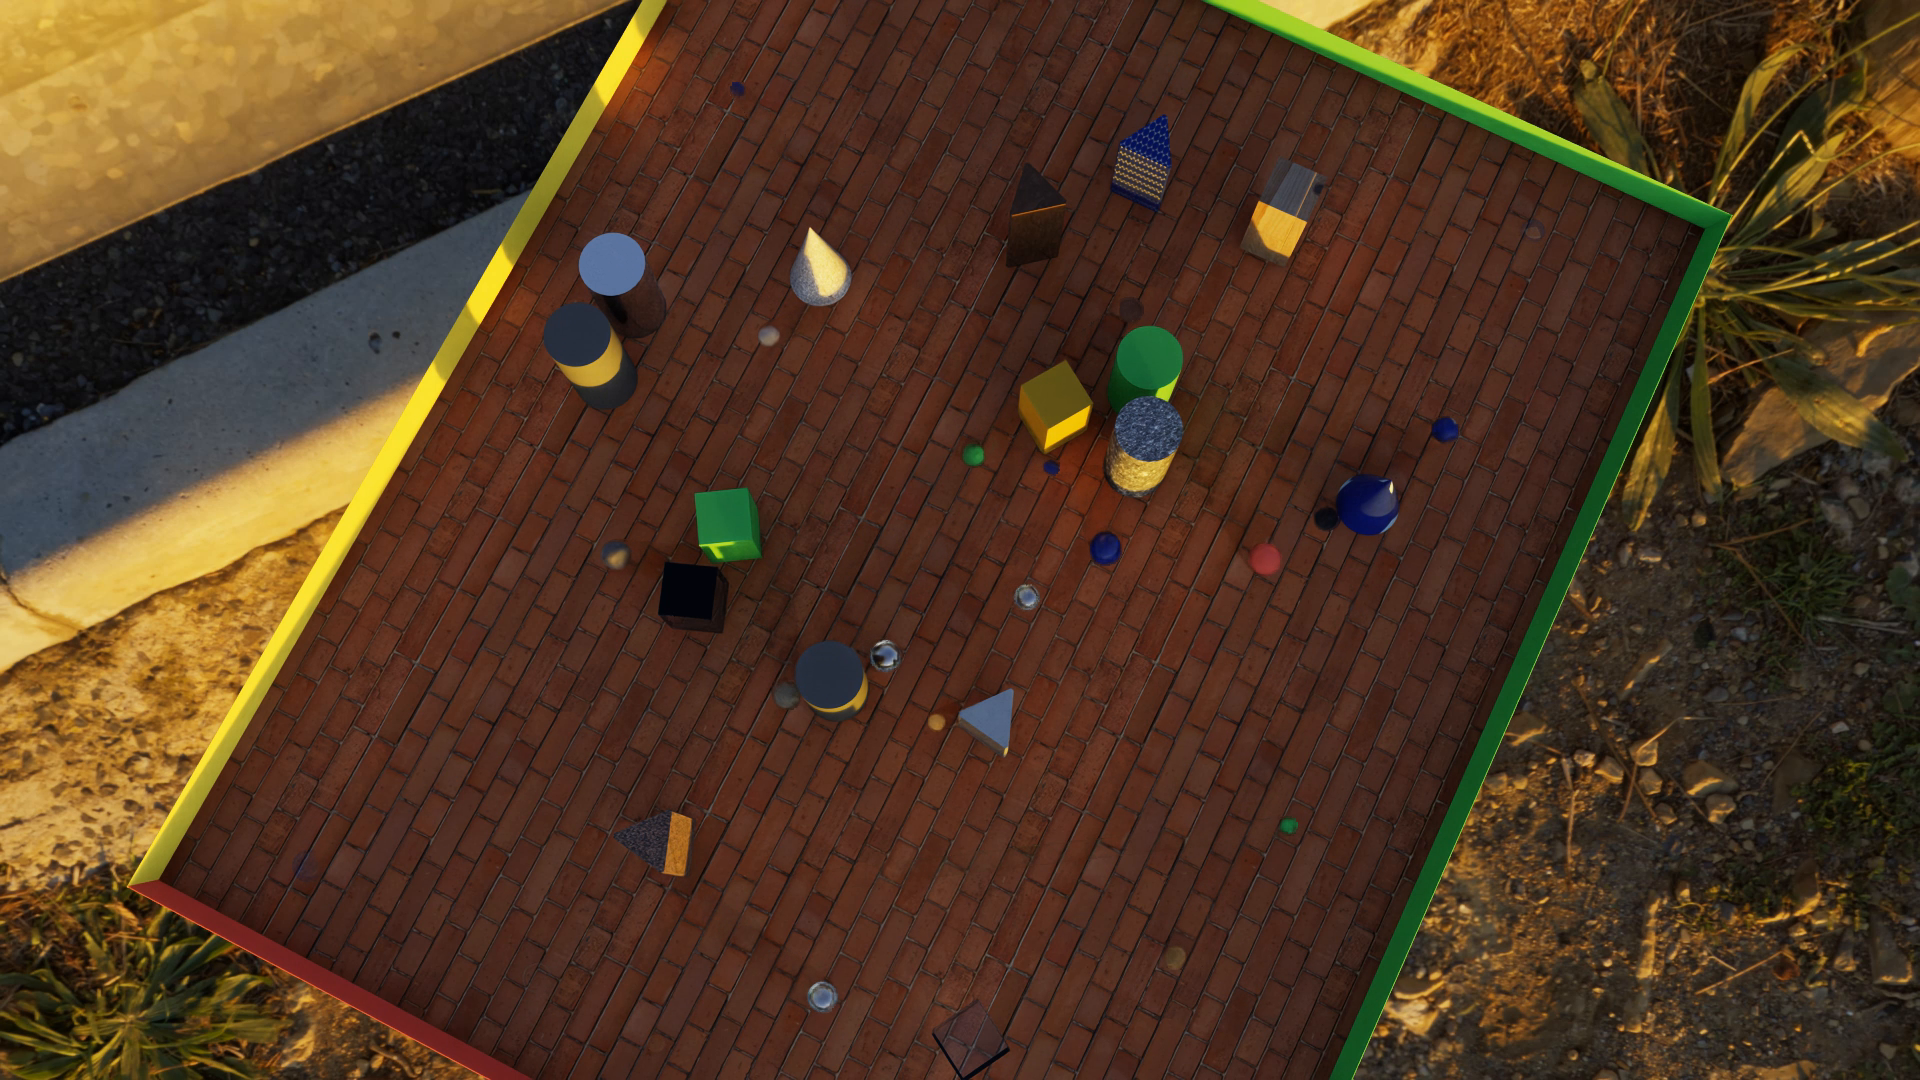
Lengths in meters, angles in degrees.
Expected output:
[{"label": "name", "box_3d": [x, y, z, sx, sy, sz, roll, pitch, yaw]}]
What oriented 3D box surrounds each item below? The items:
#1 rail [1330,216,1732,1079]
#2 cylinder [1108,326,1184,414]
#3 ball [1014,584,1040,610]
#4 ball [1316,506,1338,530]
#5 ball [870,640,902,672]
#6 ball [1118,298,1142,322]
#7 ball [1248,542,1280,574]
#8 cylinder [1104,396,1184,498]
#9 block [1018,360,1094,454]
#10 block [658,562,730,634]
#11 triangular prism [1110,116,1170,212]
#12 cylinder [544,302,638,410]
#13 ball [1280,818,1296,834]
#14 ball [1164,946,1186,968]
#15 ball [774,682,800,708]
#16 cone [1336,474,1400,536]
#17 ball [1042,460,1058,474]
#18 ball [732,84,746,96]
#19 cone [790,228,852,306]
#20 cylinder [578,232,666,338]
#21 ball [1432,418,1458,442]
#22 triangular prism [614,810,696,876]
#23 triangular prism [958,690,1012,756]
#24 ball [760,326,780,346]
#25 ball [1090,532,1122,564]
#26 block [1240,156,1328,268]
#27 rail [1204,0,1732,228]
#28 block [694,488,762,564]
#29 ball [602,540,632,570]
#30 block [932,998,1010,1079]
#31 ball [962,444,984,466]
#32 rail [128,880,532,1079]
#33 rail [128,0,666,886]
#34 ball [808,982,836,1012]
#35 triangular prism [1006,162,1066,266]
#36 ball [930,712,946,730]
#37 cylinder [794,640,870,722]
[{"label": "rail", "box_3d": [1.490, 0.736, 5.399, 0.045, 0.127, 3.984, 26, 80, 5]}, {"label": "cylinder", "box_3d": [0.556, -0.497, 5.536, 0.195, 0.359, 0.195, 0, 78, 0]}, {"label": "ball", "box_3d": [0.203, 0.174, 5.542, 0.076, 0.076, 0.076, 0, 78, 0]}, {"label": "ball", "box_3d": [1.119, -0.068, 5.596, 0.069, 0.069, 0.069, 0, 78, 0]}, {"label": "ball", "box_3d": [-0.223, 0.348, 5.497, 0.092, 0.092, 0.092, 0, 78, 0]}, {"label": "ball", "box_3d": [0.531, -0.719, 5.730, 0.070, 0.070, 0.070, 0, 78, 0]}, {"label": "ball", "box_3d": [0.924, 0.055, 5.556, 0.096, 0.096, 0.096, 0, 78, 0]}, {"label": "cylinder", "box_3d": [0.539, -0.271, 5.444, 0.195, 0.449, 0.195, 0, 78, 0]}, {"label": "block", "box_3d": [0.286, -0.397, 5.541, 0.156, 0.308, 0.156, -30, 80, -6]}, {"label": "block", "box_3d": [-0.789, 0.174, 5.446, 0.156, 0.264, 0.156, 6, 78, 1]}, {"label": "triangular prism", "box_3d": [0.587, -1.181, 5.681, 0.169, 0.352, 0.146, 26, 80, 5]}, {"label": "cylinder", "box_3d": [-1.103, -0.547, 5.500, 0.195, 0.449, 0.195, 0, 78, 0]}, {"label": "ball", "box_3d": [0.968, 0.845, 5.418, 0.046, 0.046, 0.046, 0, 78, 0]}, {"label": "ball", "box_3d": [0.627, 1.213, 5.333, 0.063, 0.063, 0.063, 0, 78, 0]}, {"label": "ball", "box_3d": [-0.517, 0.462, 5.481, 0.079, 0.079, 0.079, 0, 78, 0]}, {"label": "cone", "box_3d": [1.255, -0.142, 5.483, 0.195, 0.319, 0.195, 0, 78, 0]}, {"label": "ball", "box_3d": [0.277, -0.225, 5.641, 0.043, 0.043, 0.043, 0, 78, 0]}, {"label": "ball", "box_3d": [-0.712, -1.447, 5.894, 0.043, 0.043, 0.043, 0, 78, 0]}, {"label": "cone", "box_3d": [-0.440, -0.874, 5.580, 0.195, 0.425, 0.195, 0, 78, 0]}, {"label": "cylinder", "box_3d": [-1.020, -0.768, 5.569, 0.195, 0.405, 0.195, 0, 78, 0]}, {"label": "ball", "box_3d": [1.493, -0.337, 5.647, 0.076, 0.076, 0.076, 0, 78, 0]}, {"label": "triangular prism", "box_3d": [-0.829, 0.840, 5.202, 0.169, 0.471, 0.146, 35, 80, 7]}, {"label": "triangular prism", "box_3d": [0.107, 0.513, 5.357, 0.169, 0.300, 0.146, 35, 80, 7]}, {"label": "ball", "box_3d": [-0.594, -0.638, 5.716, 0.064, 0.064, 0.064, 0, 78, 0]}, {"label": "ball", "box_3d": [0.441, 0.023, 5.562, 0.097, 0.097, 0.097, 0, 78, 0]}, {"label": "block", "box_3d": [0.989, -1.002, 5.627, 0.156, 0.386, 0.156, 25, 79, 5]}, {"label": "rail", "box_3d": [0.880, -1.717, 5.906, 3.378, 0.127, 0.045, 26, 80, 5]}, {"label": "block", "box_3d": [-0.690, -0.041, 5.481, 0.156, 0.281, 0.156, -6, 78, -1]}, {"label": "ball", "box_3d": [-1.041, 0.047, 5.562, 0.088, 0.088, 0.088, 0, 78, 0]}, {"label": "block", "box_3d": [0.030, 1.413, 5.184, 0.156, 0.274, 0.156, -33, 80, -6]}, {"label": "ball", "box_3d": [0.041, -0.264, 5.637, 0.068, 0.068, 0.068, 0, 78, 0]}, {"label": "rail", "box_3d": [-0.880, 1.731, 5.193, 3.378, 0.127, 0.045, 26, 80, 5]}, {"label": "rail", "box_3d": [-1.490, -0.723, 5.700, 0.045, 0.127, 3.984, 26, 80, 5]}, {"label": "ball", "box_3d": [-0.398, 1.322, 5.300, 0.084, 0.084, 0.084, 0, 78, 0]}, {"label": "triangular prism", "box_3d": [0.214, -0.996, 5.597, 0.169, 0.443, 0.146, -13, 79, -3]}, {"label": "ball", "box_3d": [-0.066, 0.542, 5.479, 0.051, 0.051, 0.051, 0, 78, 0]}, {"label": "cylinder", "box_3d": [-0.371, 0.416, 5.358, 0.195, 0.338, 0.195, 0, 78, 0]}]
